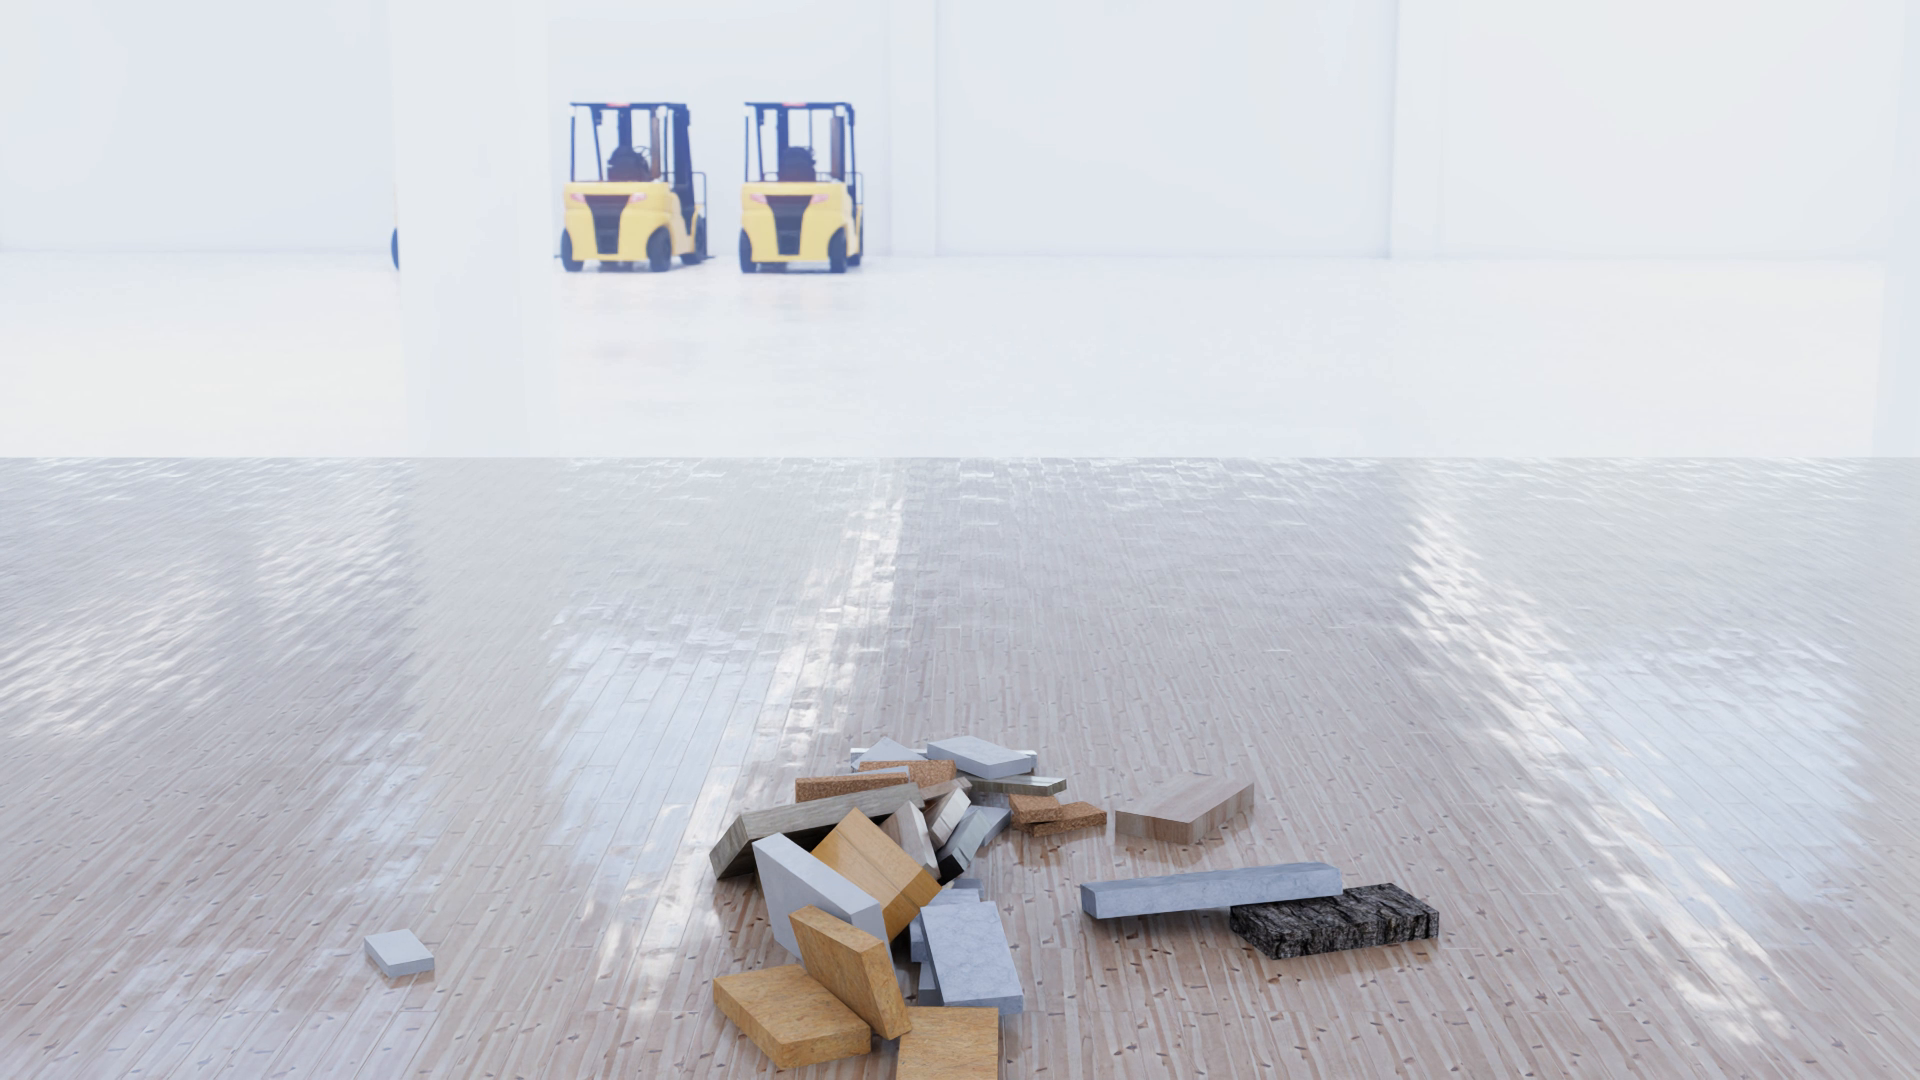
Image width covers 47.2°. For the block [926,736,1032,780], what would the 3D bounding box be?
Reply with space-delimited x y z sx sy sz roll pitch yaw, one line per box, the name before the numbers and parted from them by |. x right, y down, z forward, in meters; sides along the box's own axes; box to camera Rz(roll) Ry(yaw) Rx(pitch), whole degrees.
block | 0.036 0.419 4.242 0.101 0.029 0.203 -7 12 -35

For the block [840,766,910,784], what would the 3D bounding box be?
block | -0.194 0.471 4.075 0.202 0.029 0.101 -8 26 3

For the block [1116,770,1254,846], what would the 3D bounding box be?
block | 0.419 0.494 4.073 0.146 0.041 0.292 6 12 30

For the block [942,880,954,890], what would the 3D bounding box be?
block | -0.045 0.584 3.585 0.053 0.015 0.106 -34 2 15

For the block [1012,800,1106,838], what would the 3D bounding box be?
block | 0.182 0.511 4.032 0.158 0.022 0.079 -6 12 -30

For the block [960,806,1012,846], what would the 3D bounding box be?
block | 0.032 0.518 3.993 0.079 0.022 0.157 4 11 18

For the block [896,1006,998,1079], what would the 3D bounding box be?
block | -0.018 0.724 2.844 0.132 0.037 0.525 0 11 1

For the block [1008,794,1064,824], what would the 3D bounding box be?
block | 0.138 0.488 4.024 0.079 0.022 0.158 -4 5 -6

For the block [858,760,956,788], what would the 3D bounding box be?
block | -0.105 0.458 4.132 0.184 0.026 0.092 -3 44 15

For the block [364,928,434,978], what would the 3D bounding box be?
block | -0.862 0.634 3.378 0.070 0.020 0.140 -6 12 -29

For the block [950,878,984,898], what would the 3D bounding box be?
block | 0.011 0.577 3.644 0.053 0.015 0.106 1 1 -3

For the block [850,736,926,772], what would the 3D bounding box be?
block | -0.120 0.443 4.219 0.092 0.026 0.185 -39 35 -23

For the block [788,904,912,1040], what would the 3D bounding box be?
block | -0.158 0.608 3.110 0.037 0.132 0.265 -22 12 -23

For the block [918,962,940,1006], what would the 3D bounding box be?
block | 0.000 0.644 3.291 0.114 0.032 0.228 0 11 1

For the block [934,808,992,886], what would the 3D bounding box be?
block | -0.028 0.534 3.687 0.124 0.035 0.247 -36 2 15

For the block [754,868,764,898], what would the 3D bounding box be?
block | -0.254 0.572 3.700 0.176 0.025 0.088 -2 11 -10

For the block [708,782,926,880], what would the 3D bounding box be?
block | -0.244 0.498 3.767 0.337 0.048 0.168 -7 -28 -31

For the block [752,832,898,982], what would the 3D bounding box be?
block | -0.203 0.571 3.291 0.048 0.168 0.359 -19 18 -24

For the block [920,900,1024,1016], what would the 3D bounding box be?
block | 0.015 0.612 3.212 0.114 0.032 0.228 -3 27 -9

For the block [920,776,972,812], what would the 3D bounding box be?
block | -0.063 0.487 3.980 0.176 0.088 0.025 -10 44 -44

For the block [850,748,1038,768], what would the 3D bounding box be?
block | -0.033 0.433 4.371 0.367 0.026 0.092 1 -1 -2

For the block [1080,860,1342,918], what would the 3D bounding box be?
block | 0.403 0.563 3.546 0.397 0.041 0.146 -5 -3 -6

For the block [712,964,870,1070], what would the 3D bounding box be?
block | -0.242 0.673 3.119 0.132 0.037 0.265 -5 12 -26

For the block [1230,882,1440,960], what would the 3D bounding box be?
block | 0.593 0.603 3.486 0.292 0.041 0.146 -4 11 -19

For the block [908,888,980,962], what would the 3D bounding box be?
block | -0.022 0.592 3.391 0.114 0.032 0.228 -1 11 -3

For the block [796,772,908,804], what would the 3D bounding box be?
block | -0.196 0.479 3.986 0.202 0.101 0.029 -2 13 -11

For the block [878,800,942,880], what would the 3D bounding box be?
block | -0.105 0.529 3.626 0.124 0.035 0.247 -41 18 5

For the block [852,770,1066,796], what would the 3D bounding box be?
block | -0.006 0.458 4.199 0.444 0.020 0.070 0 6 33

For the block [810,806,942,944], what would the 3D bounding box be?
block | -0.158 0.546 3.495 0.168 0.048 0.337 -45 22 -8

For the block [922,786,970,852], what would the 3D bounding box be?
block | -0.061 0.510 3.809 0.124 0.035 0.247 -38 2 15
